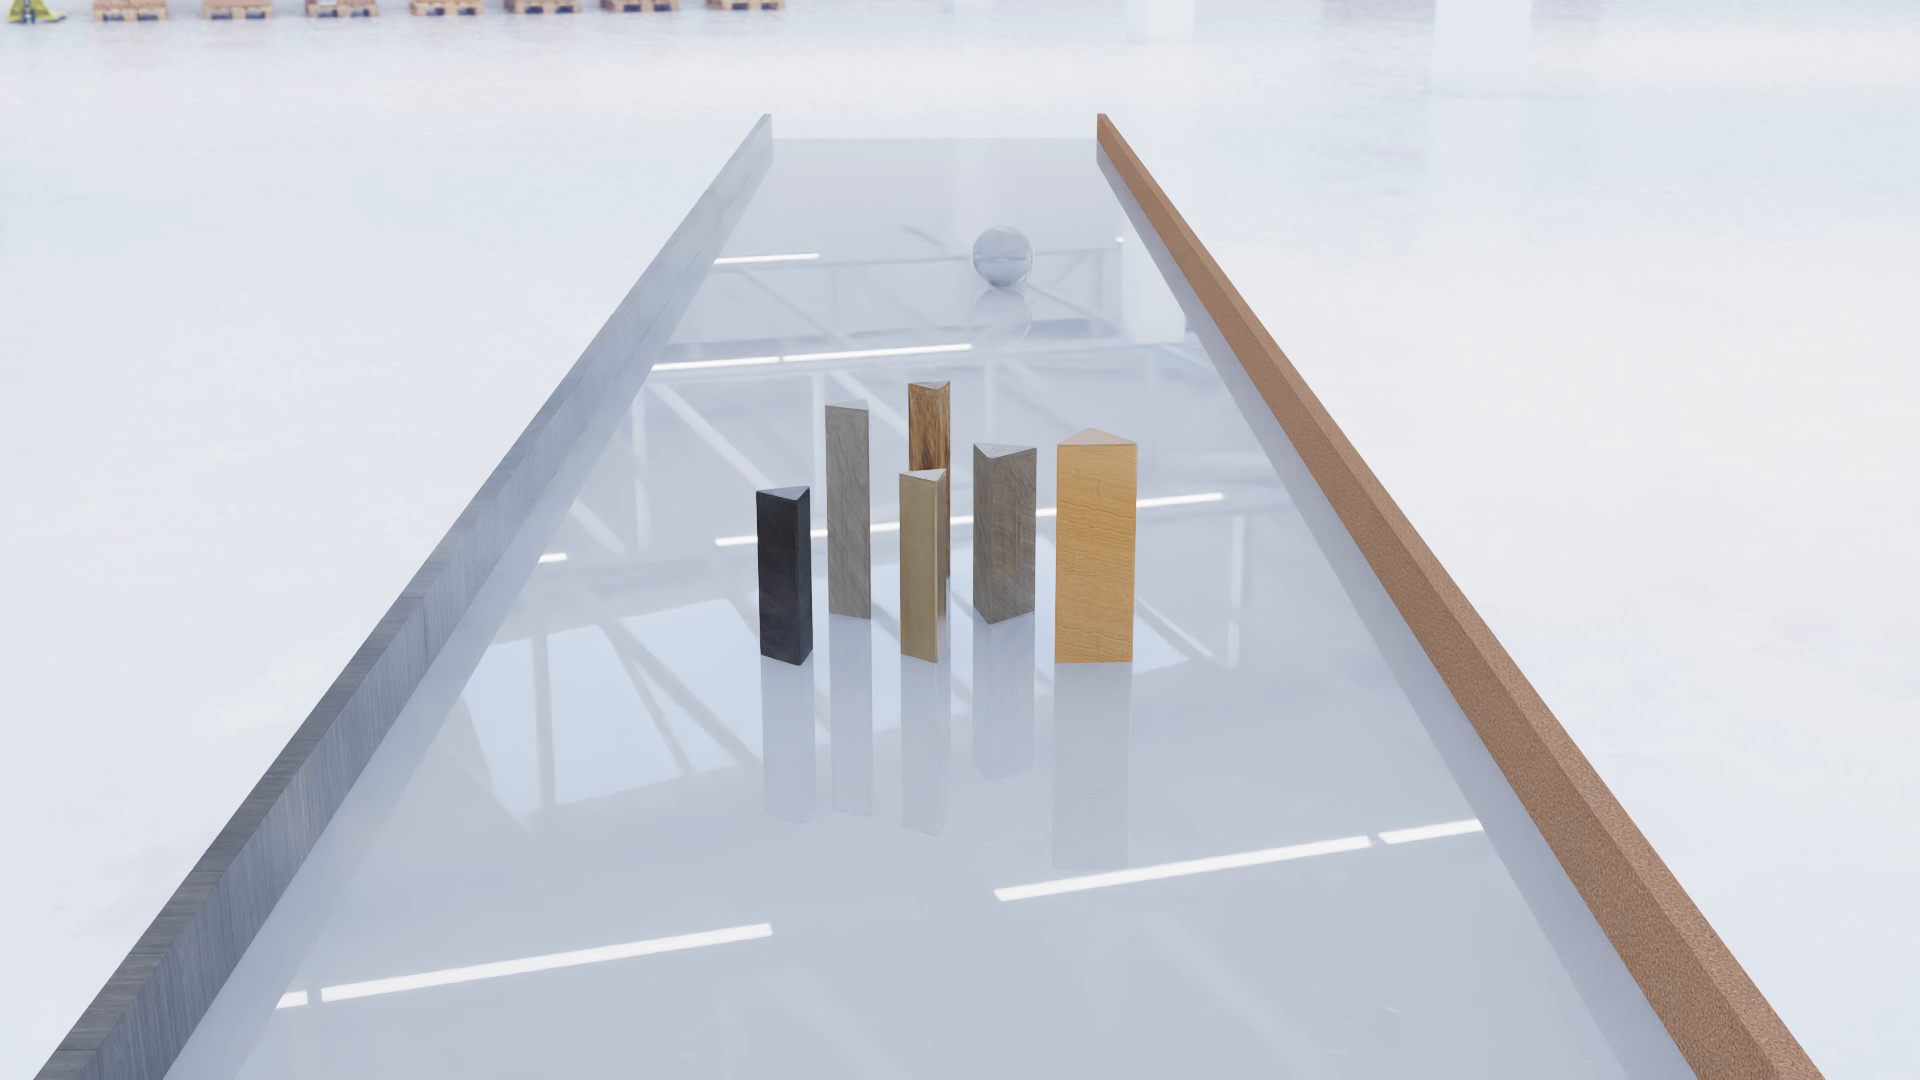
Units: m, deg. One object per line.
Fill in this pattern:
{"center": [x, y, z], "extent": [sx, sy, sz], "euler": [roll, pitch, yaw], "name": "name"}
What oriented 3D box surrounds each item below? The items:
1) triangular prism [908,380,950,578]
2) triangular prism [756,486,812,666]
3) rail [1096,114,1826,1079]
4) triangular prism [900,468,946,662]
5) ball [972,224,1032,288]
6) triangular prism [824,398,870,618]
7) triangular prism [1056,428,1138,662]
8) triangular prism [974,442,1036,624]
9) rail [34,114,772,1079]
{"center": [-0.052, -0.128, 4.873], "extent": [0.081, 0.447, 0.093], "euler": [-15, 22, -41], "name": "triangular prism"}
{"center": [-0.332, 0.066, 4.403], "extent": [0.109, 0.343, 0.094], "euler": [13, 21, 38], "name": "triangular prism"}
{"center": [0.932, -0.844, 7.801], "extent": [0.050, 0.150, 12.000], "euler": [0, 17, -1], "name": "rail"}
{"center": [-0.057, 0.048, 4.404], "extent": [0.096, 0.377, 0.083], "euler": [14, 21, 39], "name": "triangular prism"}
{"center": [0.162, -1.097, 8.496], "extent": [0.239, 0.239, 0.239], "euler": [0, 17, 0], "name": "ball"}
{"center": [-0.217, -0.068, 4.657], "extent": [0.101, 0.455, 0.087], "euler": [8, 18, 24], "name": "triangular prism"}
{"center": [0.264, 0.010, 4.405], "extent": [0.155, 0.450, 0.134], "euler": [-1, 17, -3], "name": "triangular prism"}
{"center": [0.071, -0.021, 4.666], "extent": [0.136, 0.360, 0.118], "euler": [-15, 22, -42], "name": "triangular prism"}
{"center": [-1.118, -0.838, 7.780], "extent": [0.050, 0.150, 12.000], "euler": [0, 17, -1], "name": "rail"}
